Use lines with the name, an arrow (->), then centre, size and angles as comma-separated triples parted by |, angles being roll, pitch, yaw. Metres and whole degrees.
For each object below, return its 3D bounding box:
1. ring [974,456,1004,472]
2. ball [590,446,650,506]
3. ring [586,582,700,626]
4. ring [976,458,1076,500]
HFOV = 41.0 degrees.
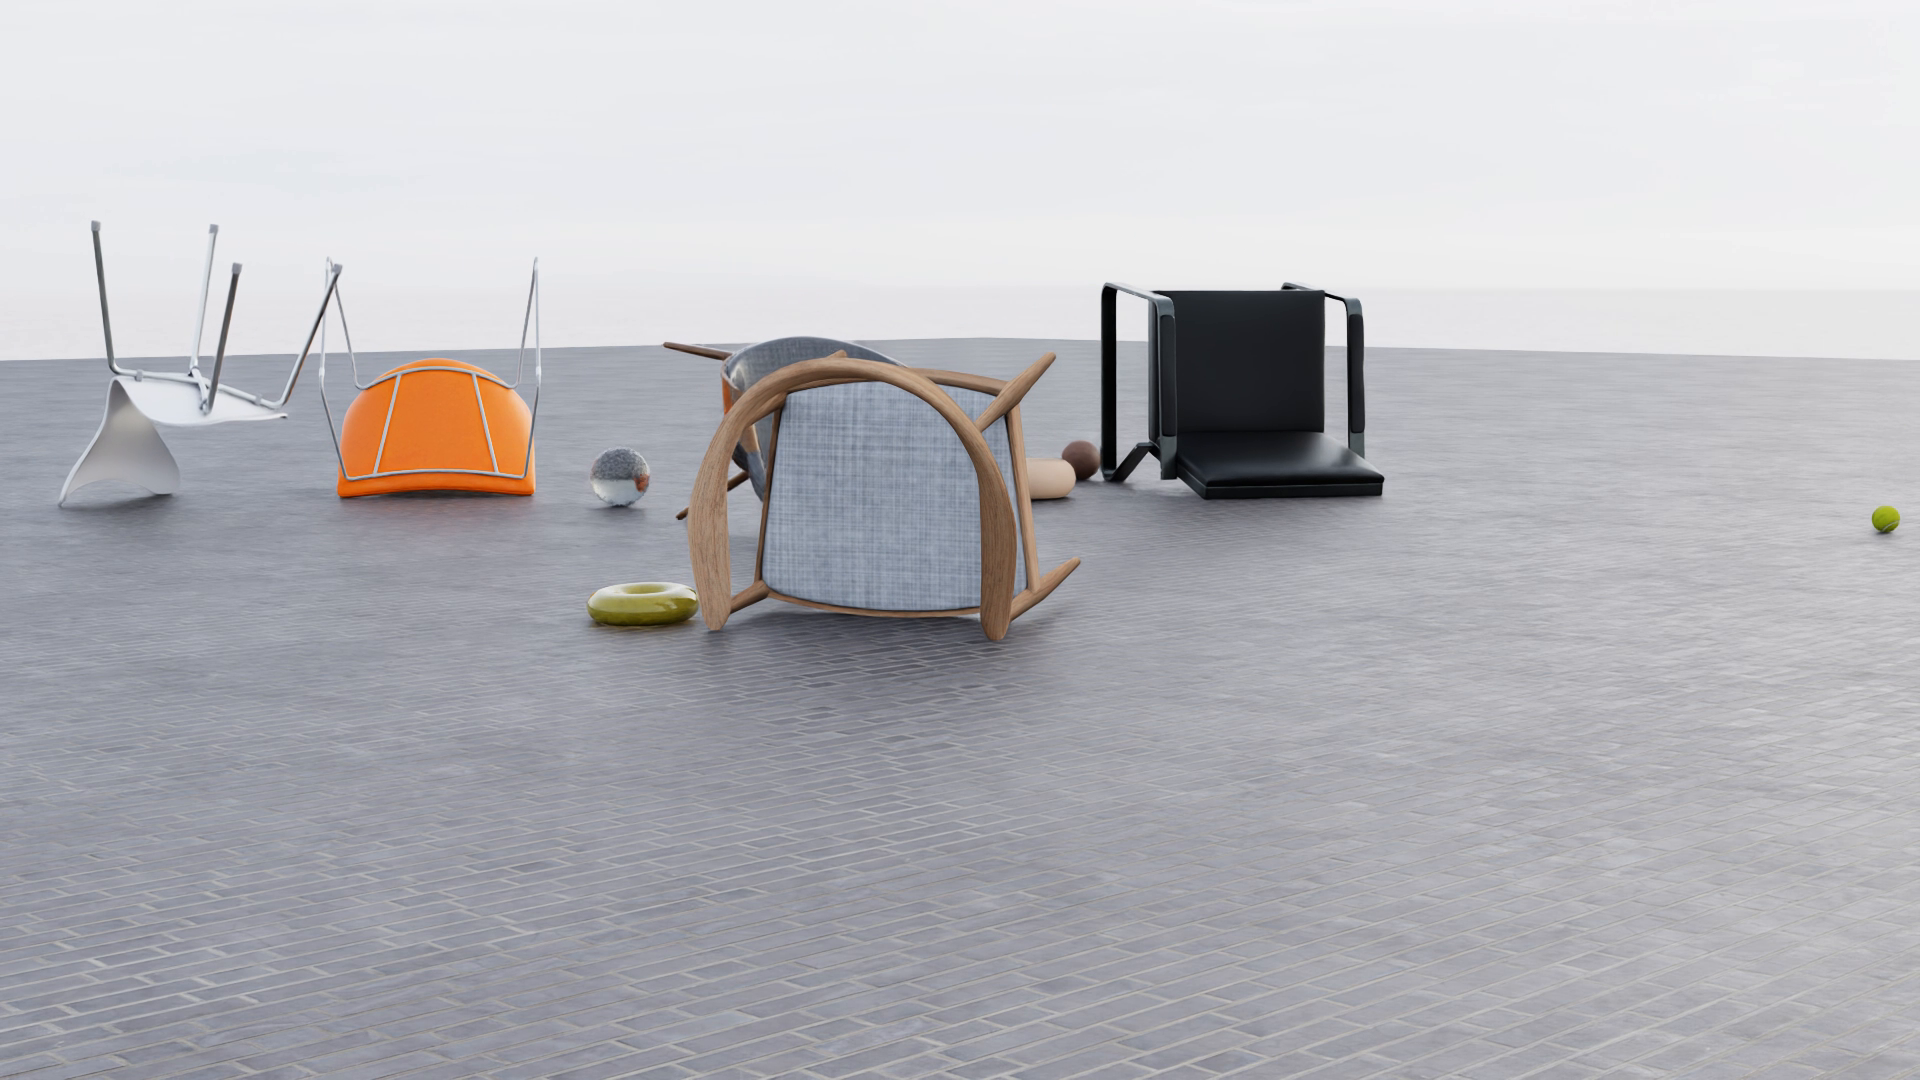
ring -> 0.118, -0.248, 8.585 | 0.142, 0.048, 0.259 | 2, 7, 12
ball -> -0.973, -0.181, 7.343 | 0.170, 0.170, 0.170 | 0, 6, 0
ring -> -0.606, 0.123, 4.920 | 0.216, 0.062, 0.261 | -1, 7, 3
ring -> 0.195, -0.183, 7.640 | 0.288, 0.114, 0.333 | 2, 5, 33
